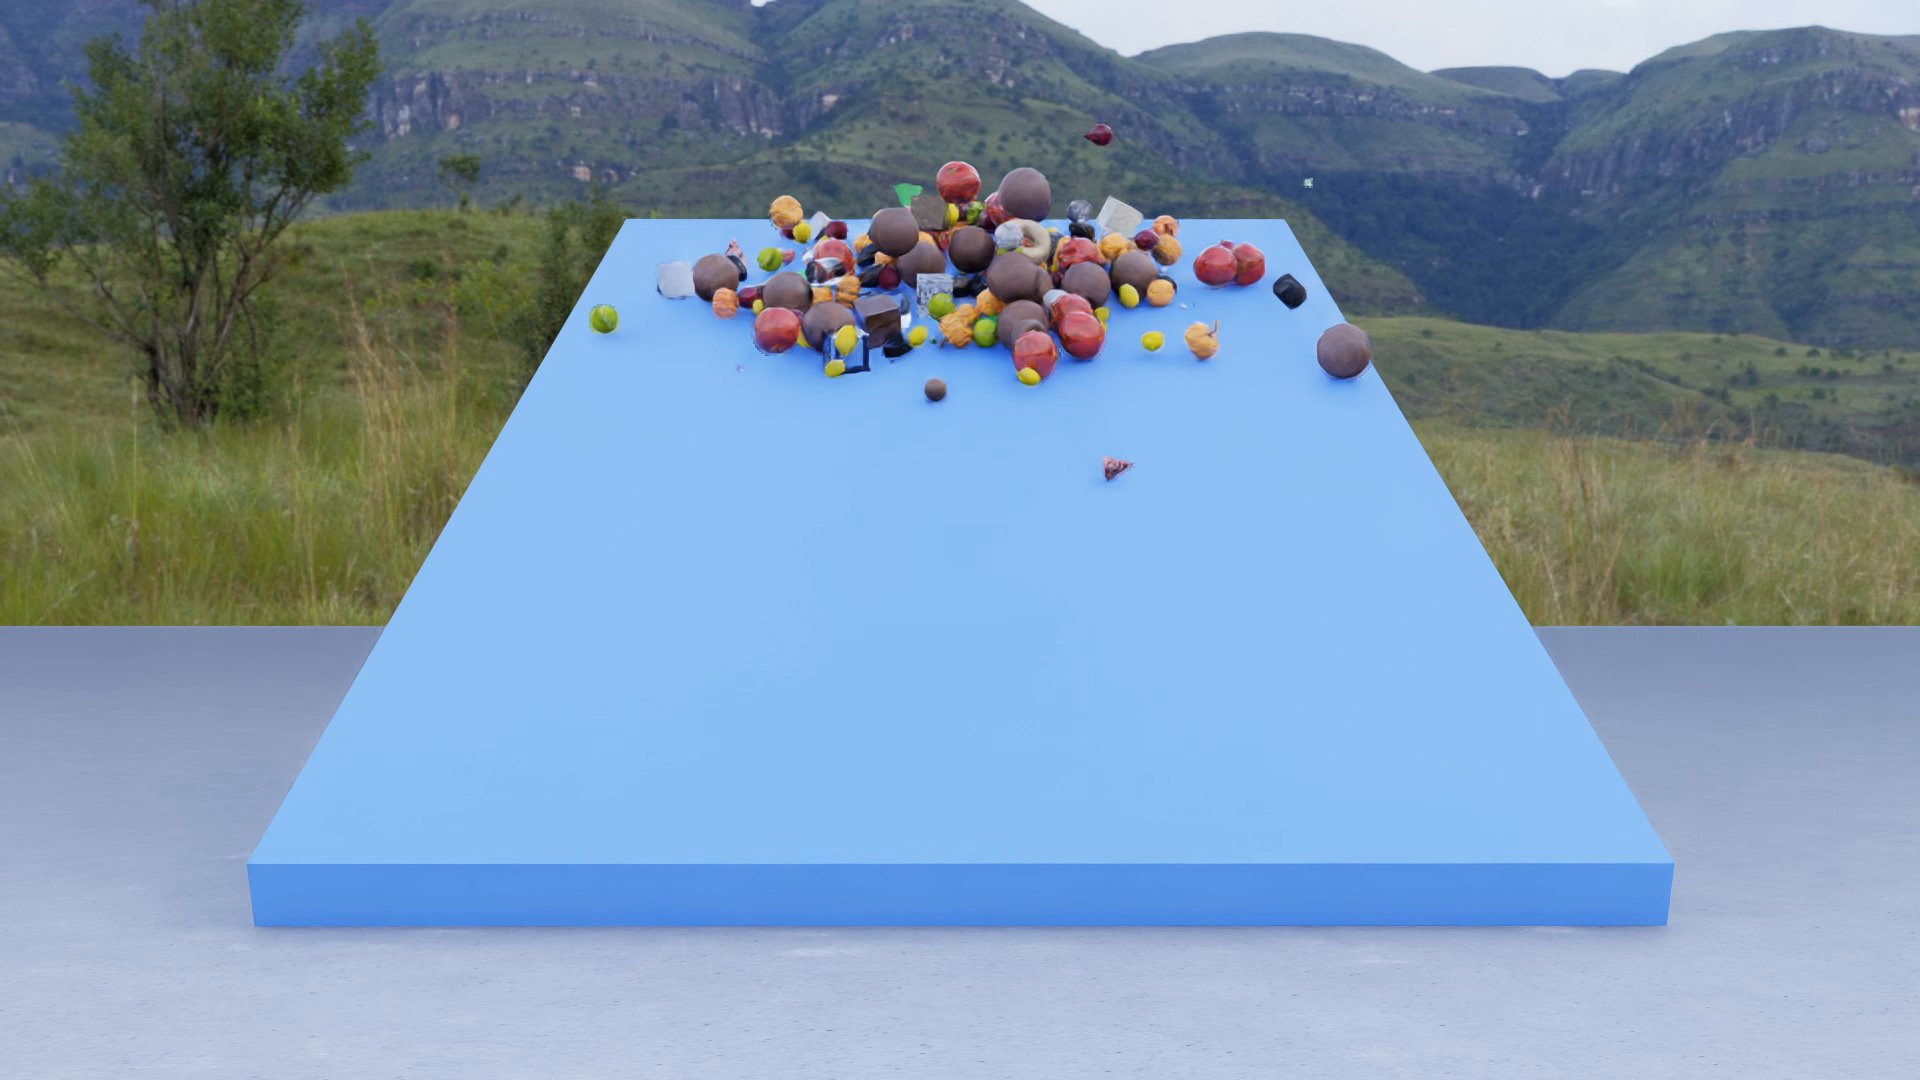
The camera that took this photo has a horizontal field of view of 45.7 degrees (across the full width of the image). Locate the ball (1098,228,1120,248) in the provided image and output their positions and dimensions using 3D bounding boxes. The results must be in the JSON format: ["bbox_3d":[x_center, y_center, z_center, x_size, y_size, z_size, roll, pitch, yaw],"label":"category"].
[{"bbox_3d":[0.406,-0.822,6.207,0.056,0.056,0.056,0,-2,0],"label":"ball"}]

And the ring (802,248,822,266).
[{"bbox_3d":[-0.404,-0.773,6.302,0.028,0.083,0.083,-33,-19,27],"label":"ring"}]

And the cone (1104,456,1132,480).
[{"bbox_3d":[0.327,-0.152,4.686,0.054,0.054,0.054,-8,-4,16],"label":"cone"}]

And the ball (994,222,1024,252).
[{"bbox_3d":[0.125,-0.776,5.836,0.075,0.075,0.075,0,-2,0],"label":"ball"}]

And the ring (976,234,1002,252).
[{"bbox_3d":[0.101,-0.858,6.575,0.109,0.036,0.109,2,19,-1],"label":"ring"}]

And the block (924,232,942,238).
[{"bbox_3d":[-0.077,-0.921,6.601,0.064,0.064,0.064,-42,-15,25],"label":"block"}]

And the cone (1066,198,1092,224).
[{"bbox_3d":[0.357,-0.954,6.742,0.079,0.079,0.079,0,39,-7],"label":"cone"}]

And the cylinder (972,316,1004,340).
[{"bbox_3d":[0.071,-0.528,5.682,0.056,0.056,0.056,-18,11,-42],"label":"cylinder"}]

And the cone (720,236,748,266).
[{"bbox_3d":[-0.635,-0.814,6.400,0.076,0.076,0.076,0,21,0],"label":"cone"}]

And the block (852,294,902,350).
[{"bbox_3d":[-0.205,-0.539,5.624,0.091,0.091,0.091,-16,35,-17],"label":"block"}]

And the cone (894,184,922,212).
[{"bbox_3d":[-0.154,-0.988,6.662,0.085,0.085,0.085,3,-4,0],"label":"cone"}]

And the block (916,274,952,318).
[{"bbox_3d":[-0.067,-0.634,5.909,0.093,0.093,0.093,0,21,-1],"label":"block"}]

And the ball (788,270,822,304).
[{"bbox_3d":[-0.402,-0.660,5.946,0.089,0.089,0.089,0,-2,0],"label":"ball"}]

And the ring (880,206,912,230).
[{"bbox_3d":[-0.167,-0.897,6.358,0.125,0.042,0.125,21,2,-1],"label":"ring"}]

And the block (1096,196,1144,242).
[{"bbox_3d":[0.443,-0.893,6.339,0.086,0.086,0.086,25,12,-21],"label":"block"}]

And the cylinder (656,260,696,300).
[{"bbox_3d":[-0.702,-0.642,5.636,0.085,0.085,0.085,-9,6,1],"label":"cylinder"}]

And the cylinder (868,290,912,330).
[{"bbox_3d":[-0.182,-0.578,5.763,0.091,0.091,0.091,19,6,25],"label":"cylinder"}]

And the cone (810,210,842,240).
[{"bbox_3d":[-0.382,-0.910,6.690,0.089,0.089,0.089,15,-9,-28],"label":"cone"}]

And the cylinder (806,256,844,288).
[{"bbox_3d":[-0.343,-0.678,5.779,0.070,0.070,0.070,-2,13,38],"label":"cylinder"}]

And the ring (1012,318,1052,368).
[{"bbox_3d":[0.171,-0.472,5.460,0.119,0.119,0.040,2,-11,-42],"label":"ring"}]

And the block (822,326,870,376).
[{"bbox_3d":[-0.272,-0.451,5.435,0.088,0.088,0.088,-8,22,-21],"label":"block"}]

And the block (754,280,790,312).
[{"bbox_3d":[-0.491,-0.639,5.958,0.064,0.064,0.064,15,25,33],"label":"block"}]

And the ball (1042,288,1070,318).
[{"bbox_3d":[0.243,-0.596,5.745,0.073,0.073,0.073,0,-2,0],"label":"ball"}]

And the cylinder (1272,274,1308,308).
[{"bbox_3d":[0.850,-0.641,5.876,0.065,0.065,0.065,39,-23,-29],"label":"cylinder"}]

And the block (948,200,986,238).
[{"bbox_3d":[0.020,-0.906,6.420,0.082,0.082,0.082,16,11,-11],"label":"block"}]

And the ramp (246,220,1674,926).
[{"bbox_3d":[-0.006,-0.214,5.079,2.000,0.100,4.000,0,21,0],"label":"ramp"}]

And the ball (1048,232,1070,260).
[{"bbox_3d":[0.261,-0.812,6.287,0.079,0.079,0.079,0,-2,0],"label":"ball"}]

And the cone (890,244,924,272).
[{"bbox_3d":[-0.157,-0.788,6.250,0.085,0.085,0.085,25,6,18],"label":"cone"}]

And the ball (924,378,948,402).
[{"bbox_3d":[-0.056,-0.343,5.201,0.055,0.055,0.055,0,-2,0],"label":"ball"}]

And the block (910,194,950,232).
[{"bbox_3d":[-0.082,-0.889,6.208,0.091,0.091,0.091,2,2,9],"label":"block"}]
